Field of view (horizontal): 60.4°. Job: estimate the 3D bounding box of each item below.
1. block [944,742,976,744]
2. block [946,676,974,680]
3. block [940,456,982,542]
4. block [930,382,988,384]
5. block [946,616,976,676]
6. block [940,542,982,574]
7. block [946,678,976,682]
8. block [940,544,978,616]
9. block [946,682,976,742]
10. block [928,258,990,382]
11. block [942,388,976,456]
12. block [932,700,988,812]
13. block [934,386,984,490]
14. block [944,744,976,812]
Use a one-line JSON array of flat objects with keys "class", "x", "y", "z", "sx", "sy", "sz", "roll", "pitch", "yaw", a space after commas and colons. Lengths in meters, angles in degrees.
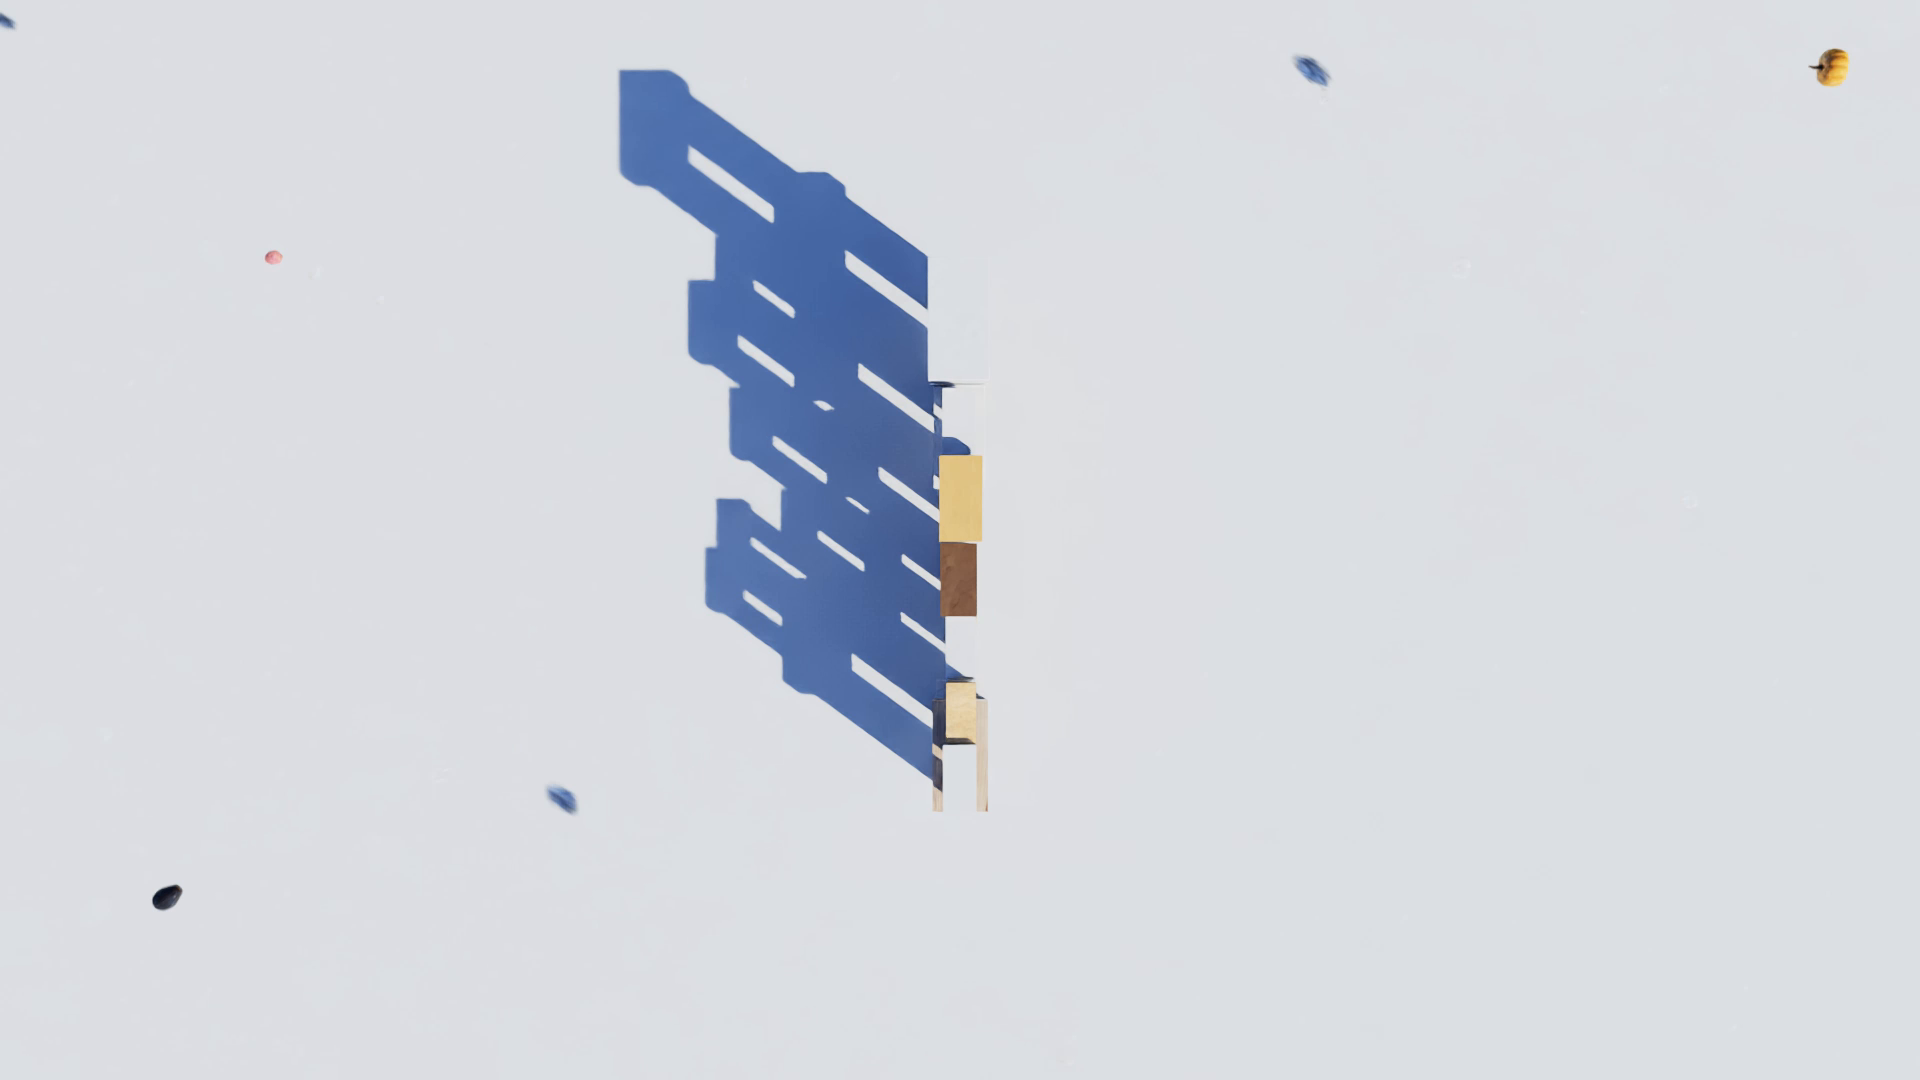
[{"class": "block", "x": -0.001, "y": 0.640, "z": 5.009, "sx": 0.099, "sy": 0.197, "sz": 0.028, "roll": 0, "pitch": 90, "yaw": 0}, {"class": "block", "x": 0.001, "y": 0.399, "z": 5.299, "sx": 0.094, "sy": 0.027, "sz": 0.188, "roll": 0, "pitch": 90, "yaw": 0}, {"class": "block", "x": 0.003, "y": -0.122, "z": 4.864, "sx": 0.126, "sy": 0.036, "sz": 0.253, "roll": 0, "pitch": 90, "yaw": 0}, {"class": "block", "x": -0.005, "y": -0.663, "z": 5.117, "sx": 0.179, "sy": 0.051, "sz": 0.357, "roll": 0, "pitch": 90, "yaw": 0}, {"class": "block", "x": 0.002, "y": 0.328, "z": 5.086, "sx": 0.093, "sy": 0.026, "sz": 0.185, "roll": 0, "pitch": 90, "yaw": 0}, {"class": "block", "x": 0.004, "y": -0.025, "z": 5.221, "sx": 0.130, "sy": 0.037, "sz": 0.260, "roll": 0, "pitch": 90, "yaw": 0}, {"class": "block", "x": 0.003, "y": 0.455, "z": 5.108, "sx": 0.089, "sy": 0.355, "sz": 0.025, "roll": 0, "pitch": 90, "yaw": 0}, {"class": "block", "x": -0.004, "y": 0.120, "z": 4.967, "sx": 0.110, "sy": 0.031, "sz": 0.221, "roll": 0, "pitch": 90, "yaw": 0}, {"class": "block", "x": 0.003, "y": 0.514, "z": 4.918, "sx": 0.089, "sy": 0.025, "sz": 0.177, "roll": 0, "pitch": 90, "yaw": 0}, {"class": "block", "x": -0.004, "y": -0.631, "z": 4.719, "sx": 0.174, "sy": 0.049, "sz": 0.348, "roll": 0, "pitch": 90, "yaw": 0}, {"class": "block", "x": -0.003, "y": -0.353, "z": 4.923, "sx": 0.099, "sy": 0.028, "sz": 0.198, "roll": 0, "pitch": 90, "yaw": 0}, {"class": "block", "x": 0.001, "y": 0.670, "z": 5.132, "sx": 0.172, "sy": 0.049, "sz": 0.344, "roll": 0, "pitch": 90, "yaw": 0}, {"class": "block", "x": -0.002, "y": -0.319, "z": 5.158, "sx": 0.160, "sy": 0.045, "sz": 0.319, "roll": 0, "pitch": 90, "yaw": 0}, {"class": "block", "x": -0.001, "y": 0.706, "z": 4.896, "sx": 0.099, "sy": 0.028, "sz": 0.197, "roll": 0, "pitch": 90, "yaw": 0}]
